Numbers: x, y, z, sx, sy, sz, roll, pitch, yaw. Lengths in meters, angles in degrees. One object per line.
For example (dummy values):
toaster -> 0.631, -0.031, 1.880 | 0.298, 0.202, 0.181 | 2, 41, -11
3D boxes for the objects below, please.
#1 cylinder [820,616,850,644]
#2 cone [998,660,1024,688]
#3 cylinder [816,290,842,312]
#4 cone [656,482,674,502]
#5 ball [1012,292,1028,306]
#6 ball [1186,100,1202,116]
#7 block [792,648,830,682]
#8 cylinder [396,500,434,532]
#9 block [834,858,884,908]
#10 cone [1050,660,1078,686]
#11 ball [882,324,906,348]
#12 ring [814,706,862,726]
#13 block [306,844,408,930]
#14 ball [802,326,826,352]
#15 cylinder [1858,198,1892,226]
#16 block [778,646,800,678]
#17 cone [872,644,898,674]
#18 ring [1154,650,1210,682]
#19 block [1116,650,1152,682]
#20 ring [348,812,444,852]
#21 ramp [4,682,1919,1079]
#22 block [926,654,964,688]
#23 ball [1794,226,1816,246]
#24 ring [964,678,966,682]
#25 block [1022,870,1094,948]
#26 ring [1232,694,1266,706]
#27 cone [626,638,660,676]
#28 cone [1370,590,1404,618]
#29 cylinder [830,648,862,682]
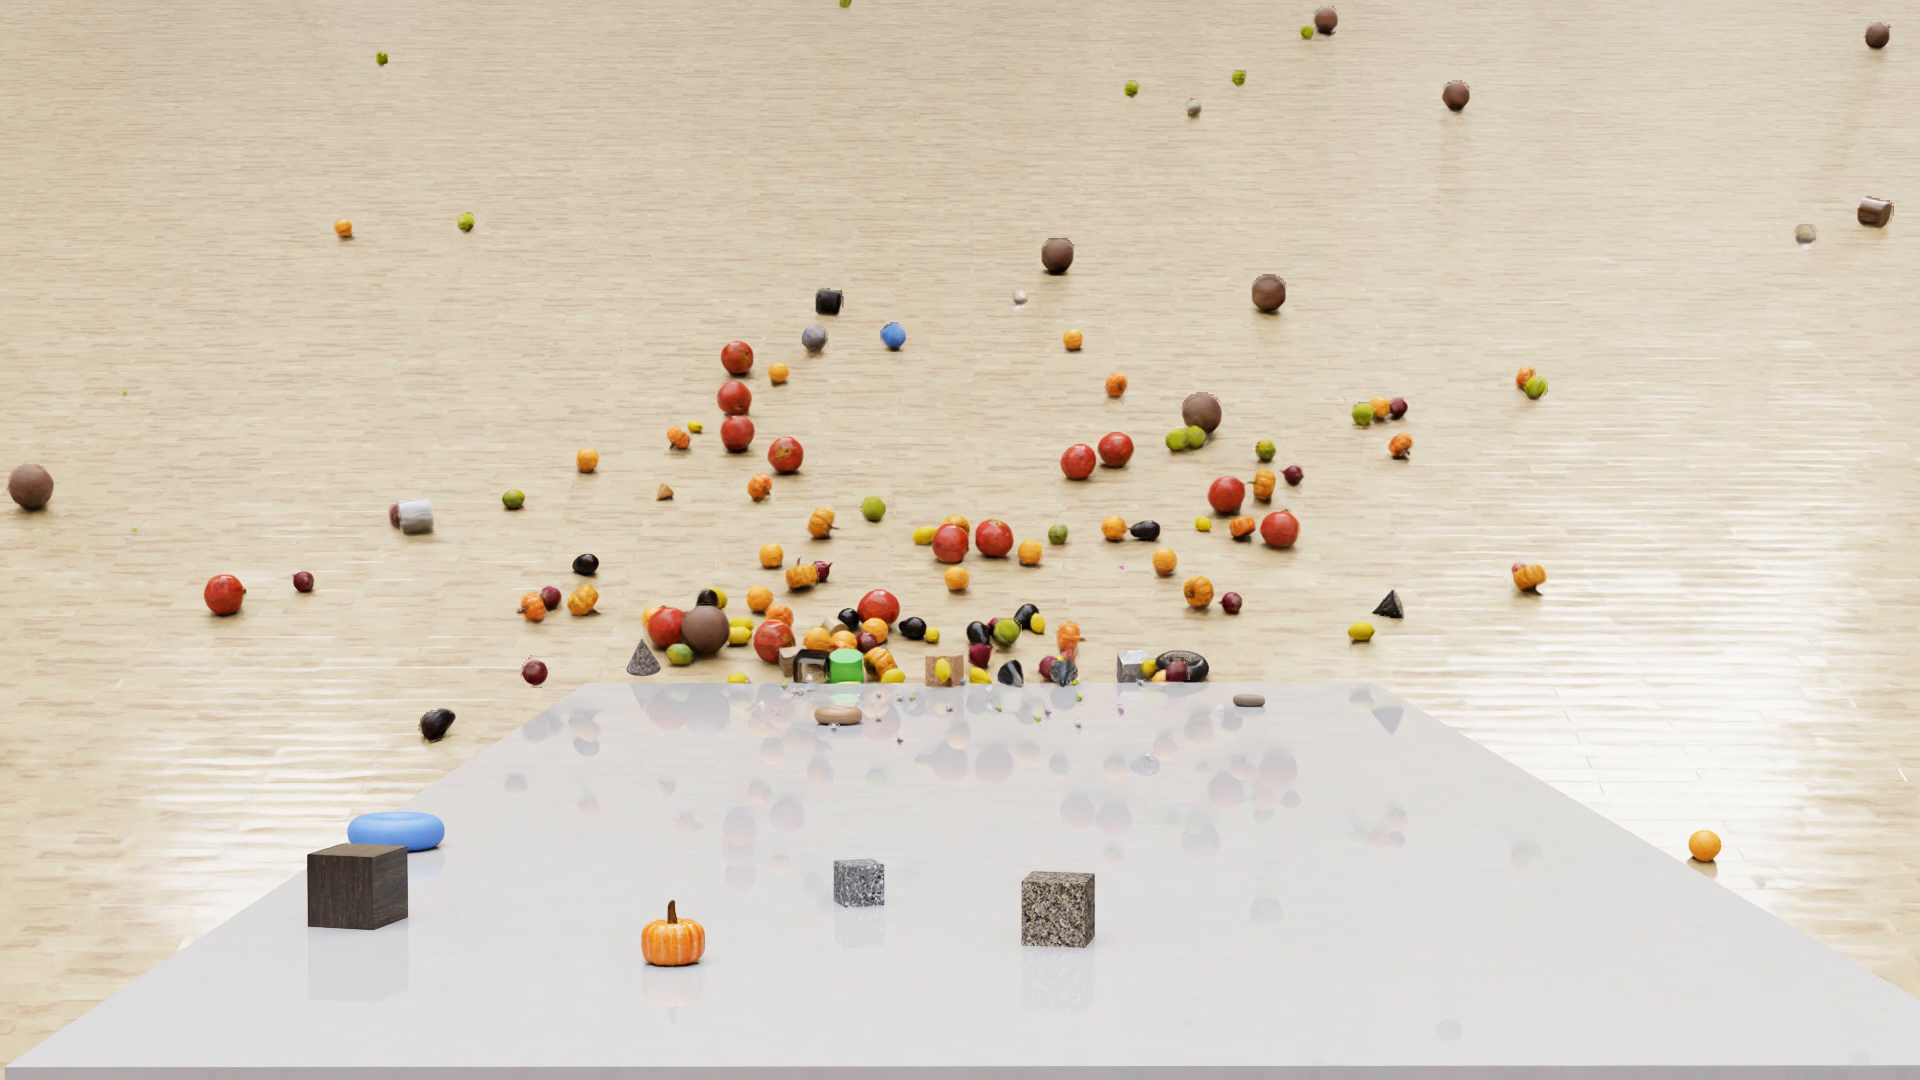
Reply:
cylinder -> -0.339, 0.243, 6.972 | 0.059, 0.059, 0.059 | -13, 25, -28
cone -> 0.143, 0.350, 6.446 | 0.072, 0.072, 0.072 | -13, 35, -27
cylinder -> -0.487, -0.881, 9.520 | 0.080, 0.080, 0.080 | 3, 24, 9
cone -> -0.914, -0.136, 7.882 | 0.056, 0.056, 0.056 | 22, 58, 40
ball -> 0.224, -0.899, 9.591 | 0.055, 0.055, 0.055 | 0, 24, 0
ball -> 1.105, -2.041, 12.181 | 0.076, 0.076, 0.076 | 0, 24, 0
block -> -0.386, 0.340, 6.721 | 0.081, 0.081, 0.081 | 4, 24, 10
cylinder -> -1.619, -0.072, 7.654 | 0.090, 0.090, 0.090 | -1, 22, -26
block -> -0.135, 0.457, 3.434 | 0.054, 0.054, 0.054 | -1, 2, -20
cone -> 0.259, 0.350, 6.460 | 0.071, 0.071, 0.071 | 2, 29, 4
ball -> -0.235, -0.724, 9.153 | 0.085, 0.085, 0.085 | 0, 24, 0
ring -> -0.265, 0.382, 5.607 | 0.106, 0.035, 0.106 | 1, 2, 0
block -> -0.772, 0.444, 3.301 | 0.093, 0.093, 0.093 | 1, 2, 15
ball -> -0.517, -0.714, 9.126 | 0.088, 0.088, 0.088 | 0, 24, 0
cylinder -> 3.747, -1.343, 10.553 | 0.099, 0.099, 0.099 | 21, 31, 38
block -> -0.443, 0.321, 6.796 | 0.057, 0.057, 0.057 | -7, 25, -16
cone -> -0.200, 0.306, 6.813 | 0.071, 0.071, 0.071 | 0, 24, 0
ring -> 0.582, 0.335, 6.774 | 0.147, 0.049, 0.147 | 1, 23, 0
block -> 0.455, 0.341, 6.724 | 0.078, 0.078, 0.078 | -3, 24, -6
ring -> -0.855, 0.442, 3.905 | 0.145, 0.048, 0.145 | 1, 1, 0
ramp -> 0.054, 0.491, 4.542 | 2.000, 0.100, 4.000 | 0, 2, 0
block -> -0.039, 0.327, 6.475 | 0.076, 0.076, 0.076 | 1, 2, 18
ball -> 3.376, -1.215, 10.280 | 0.083, 0.083, 0.083 | 0, 24, 0
ring -> -0.037, 0.376, 6.695 | 0.112, 0.037, 0.112 | 0, 25, 0
block -> 0.121, 0.455, 3.175 | 0.079, 0.079, 0.079 | 0, 2, 12
ring -> 0.671, 0.372, 5.976 | 0.075, 0.025, 0.075 | 1, 2, 0
cone -> -0.839, 0.298, 6.804 | 0.092, 0.092, 0.092 | 0, 24, 0
cone -> 1.175, 0.189, 7.123 | 0.083, 0.083, 0.083 | -21, 17, 20
cylinder -> -0.297, 0.341, 6.714 | 0.086, 0.086, 0.086 | 0, 24, 0
